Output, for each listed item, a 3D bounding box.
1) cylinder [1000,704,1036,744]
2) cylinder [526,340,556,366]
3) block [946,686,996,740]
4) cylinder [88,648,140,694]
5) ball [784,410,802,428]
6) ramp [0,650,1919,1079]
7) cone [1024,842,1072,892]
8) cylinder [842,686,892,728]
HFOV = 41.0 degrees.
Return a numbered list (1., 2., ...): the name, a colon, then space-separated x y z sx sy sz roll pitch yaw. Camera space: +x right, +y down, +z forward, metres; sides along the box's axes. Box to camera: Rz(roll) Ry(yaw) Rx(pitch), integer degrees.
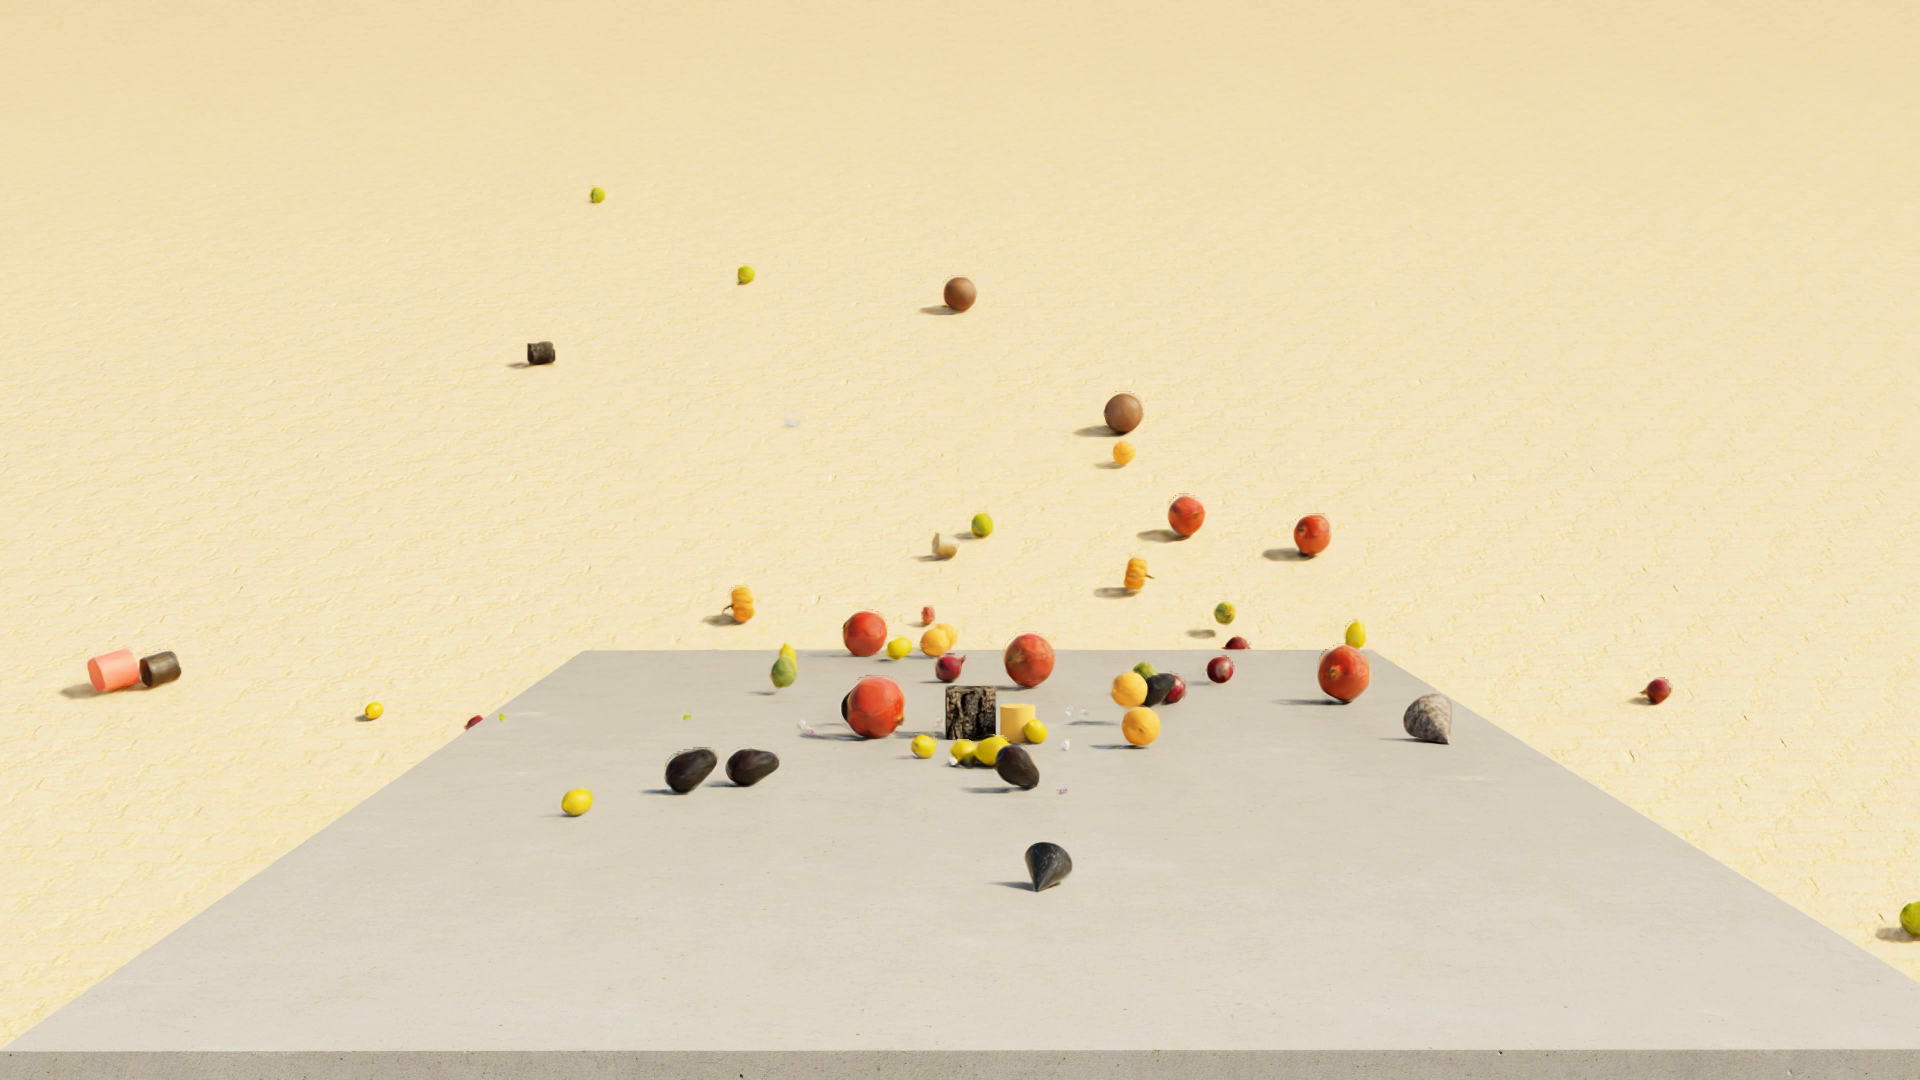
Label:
1. cylinder: 0.108 0.343 4.801 0.065 0.065 0.065 0 3 0
2. cylinder: -1.491 -0.664 9.142 0.080 0.080 0.080 -10 23 -25
3. block: 0.020 0.326 4.856 0.092 0.092 0.092 0 3 -2
4. cylinder: -2.147 0.332 6.517 0.093 0.093 0.093 -19 28 -39
5. ball: -0.552 -0.399 8.487 0.056 0.056 0.056 0 21 0
6. ramp: 0.049 0.441 4.532 2.000 0.100 4.000 0 3 0
7. cone: 0.108 0.441 3.362 0.066 0.066 0.066 6 31 15
8. cylinder: -0.182 0.326 5.015 0.077 0.077 0.077 8 4 20
